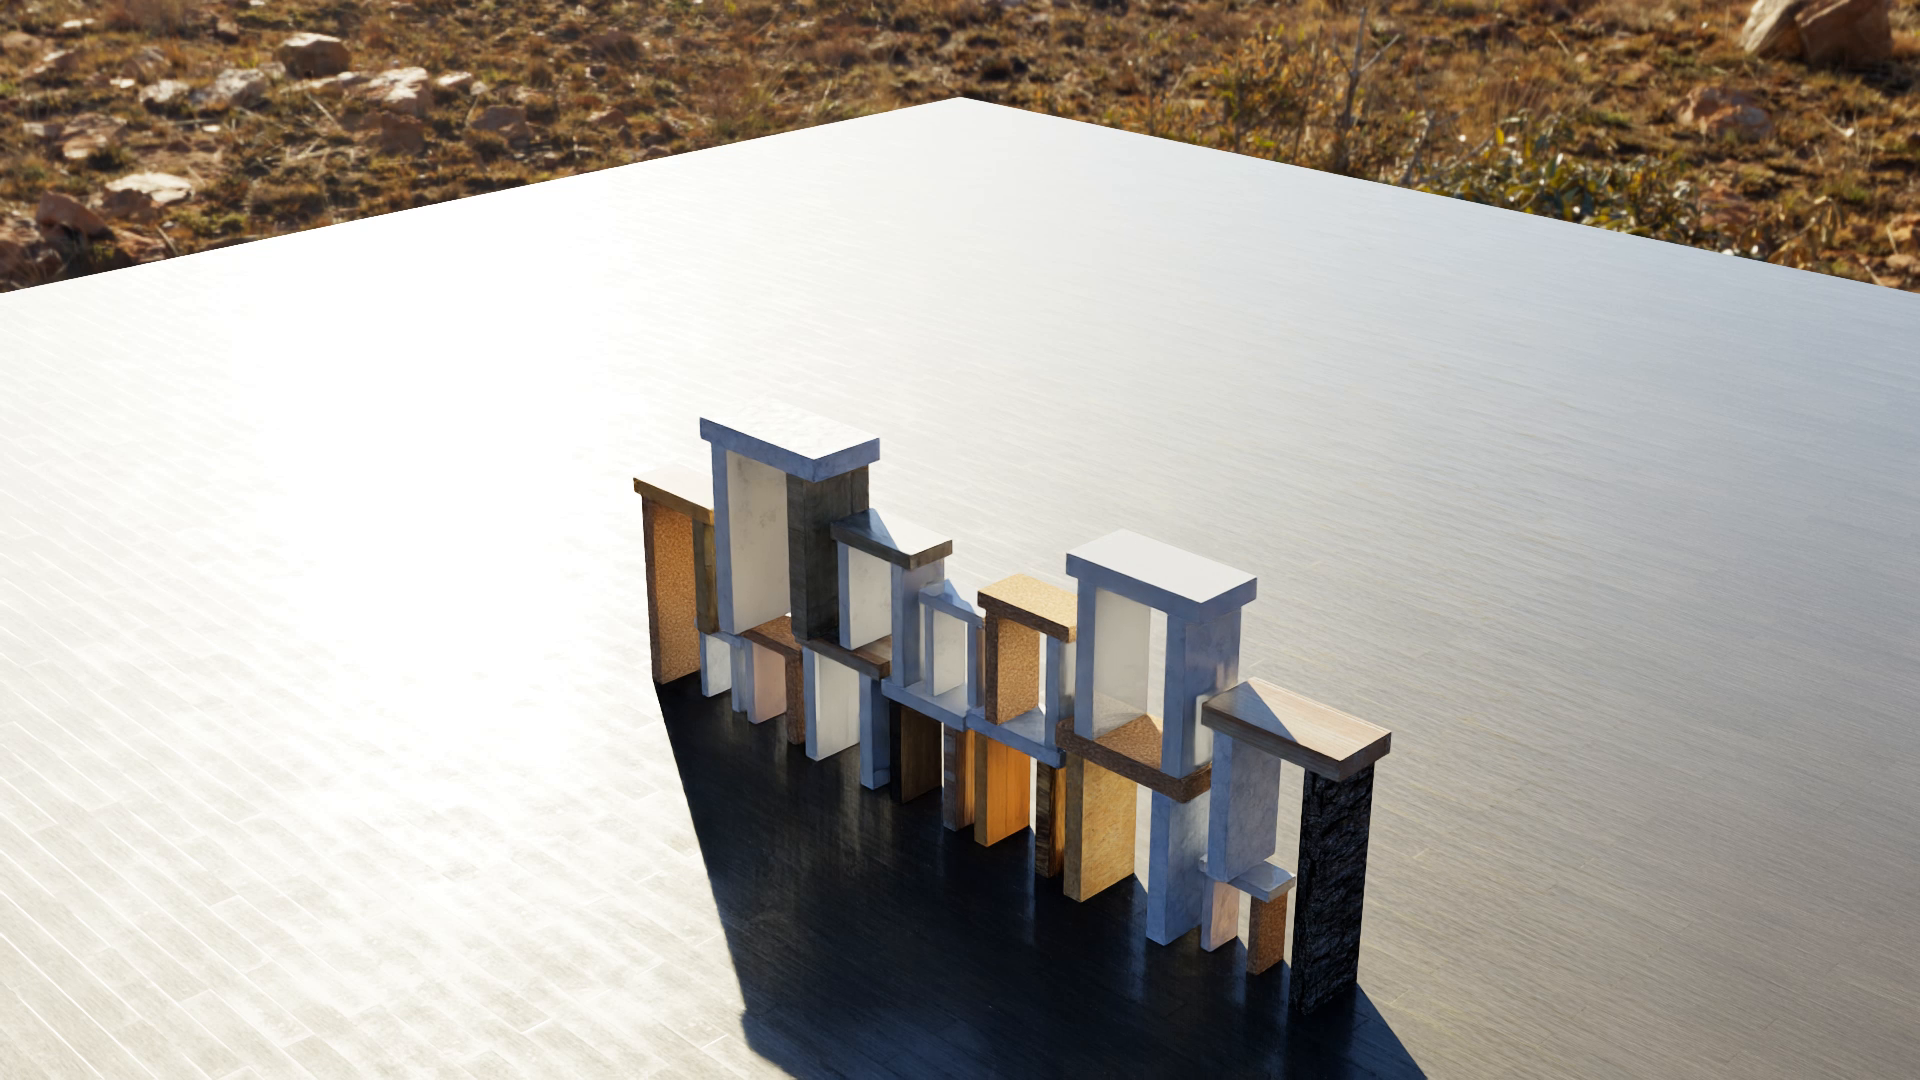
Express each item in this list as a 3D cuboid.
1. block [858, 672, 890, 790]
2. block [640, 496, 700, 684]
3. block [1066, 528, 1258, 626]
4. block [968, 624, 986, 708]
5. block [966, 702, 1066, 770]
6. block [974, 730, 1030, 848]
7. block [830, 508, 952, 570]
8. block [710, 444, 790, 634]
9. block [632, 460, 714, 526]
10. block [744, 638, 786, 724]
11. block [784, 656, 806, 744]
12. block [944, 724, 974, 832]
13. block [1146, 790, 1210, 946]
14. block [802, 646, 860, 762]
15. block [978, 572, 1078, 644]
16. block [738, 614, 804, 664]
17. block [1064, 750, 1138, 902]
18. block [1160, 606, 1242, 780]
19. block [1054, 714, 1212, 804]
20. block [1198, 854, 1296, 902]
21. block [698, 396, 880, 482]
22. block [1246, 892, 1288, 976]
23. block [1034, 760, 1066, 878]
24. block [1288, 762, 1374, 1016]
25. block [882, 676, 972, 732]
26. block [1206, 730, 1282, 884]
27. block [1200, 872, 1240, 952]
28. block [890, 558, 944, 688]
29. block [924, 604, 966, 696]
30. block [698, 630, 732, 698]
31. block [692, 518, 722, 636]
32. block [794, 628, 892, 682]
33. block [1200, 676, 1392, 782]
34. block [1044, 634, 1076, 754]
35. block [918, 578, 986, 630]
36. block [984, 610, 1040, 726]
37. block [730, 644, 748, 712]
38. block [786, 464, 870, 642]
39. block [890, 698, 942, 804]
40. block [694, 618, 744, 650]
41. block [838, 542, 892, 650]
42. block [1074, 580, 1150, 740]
[{"bbox_3d":[-0.147,0.374,4.547,0.130,0.259,0.037,-21,31,-41],"label":"block"},{"bbox_3d":[-0.642,0.096,4.957,0.038,0.451,0.134,21,31,41],"label":"block"},{"bbox_3d":[0.352,0.062,3.868,0.308,0.044,0.154,21,31,40],"label":"block"},{"bbox_3d":[0.054,0.231,4.270,0.088,0.176,0.025,-21,31,-41],"label":"block"},{"bbox_3d":[0.142,0.363,4.229,0.247,0.035,0.123,21,31,41],"label":"block"},{"bbox_3d":[0.084,0.470,4.338,0.035,0.247,0.123,21,31,41],"label":"block"},{"bbox_3d":[-0.138,-0.003,4.374,0.232,0.033,0.116,21,31,41],"label":"block"},{"bbox_3d":[-0.437,-0.024,4.686,0.051,0.424,0.179,21,31,40],"label":"block"},{"bbox_3d":[-0.578,-0.104,4.803,0.268,0.038,0.134,22,32,40],"label":"block"},{"bbox_3d":[-0.421,0.293,4.813,0.029,0.202,0.101,21,31,41],"label":"block"},{"bbox_3d":[-0.326,0.330,4.725,0.029,0.202,0.101,21,31,41],"label":"block"},{"bbox_3d":[0.020,0.455,4.391,0.033,0.232,0.116,21,31,41],"label":"block"},{"bbox_3d":[0.412,0.572,4.018,0.044,0.309,0.154,21,31,41],"label":"block"},{"bbox_3d":[-0.269,0.326,4.660,0.037,0.259,0.130,21,31,41],"label":"block"},{"bbox_3d":[0.156,0.126,4.105,0.233,0.033,0.117,21,31,40],"label":"block"},{"bbox_3d":[-0.374,0.205,4.724,0.202,0.029,0.101,21,31,41],"label":"block"},{"bbox_3d":[0.267,0.515,4.152,0.044,0.309,0.154,21,31,41],"label":"block"},{"bbox_3d":[0.425,0.252,3.869,0.044,0.308,0.154,21,31,40],"label":"block"},{"bbox_3d":[0.339,0.381,4.016,0.309,0.044,0.154,21,31,41],"label":"block"},{"bbox_3d":[0.512,0.594,3.928,0.158,0.022,0.079,21,31,41],"label":"block"},{"bbox_3d":[-0.352,-0.210,4.516,0.358,0.051,0.179,21,31,40],"label":"block"},{"bbox_3d":[0.549,0.691,3.929,0.022,0.158,0.079,21,31,41],"label":"block"},{"bbox_3d":[0.200,0.515,4.231,0.123,0.247,0.035,-21,31,-41],"label":"block"},{"bbox_3d":[0.639,0.583,3.784,0.041,0.472,0.145,21,31,41],"label":"block"},{"bbox_3d":[-0.035,0.311,4.390,0.116,0.033,0.232,-21,31,-41],"label":"block"},{"bbox_3d":[0.502,0.446,3.875,0.041,0.291,0.145,21,31,41],"label":"block"},{"bbox_3d":[0.475,0.662,3.997,0.022,0.158,0.079,21,31,41],"label":"block"},{"bbox_3d":[-0.083,0.154,4.382,0.116,0.263,0.033,-21,31,-41],"label":"block"},{"bbox_3d":[-0.029,0.206,4.350,0.088,0.193,0.025,-21,31,-41],"label":"block"},{"bbox_3d":[-0.543,0.265,4.932,0.023,0.160,0.080,21,31,41],"label":"block"},{"bbox_3d":[-0.515,0.061,4.805,0.038,0.268,0.134,21,31,41],"label":"block"},{"bbox_3d":[-0.208,0.214,4.546,0.259,0.037,0.130,21,31,41],"label":"block"},{"bbox_3d":[0.571,0.320,3.747,0.291,0.041,0.145,21,31,41],"label":"block"},{"bbox_3d":[0.211,0.270,4.106,0.033,0.233,0.117,21,31,40],"label":"block"},{"bbox_3d":[0.012,0.122,4.269,0.088,0.025,0.176,-21,31,-41],"label":"block"},{"bbox_3d":[0.101,0.227,4.207,0.033,0.233,0.117,21,31,41],"label":"block"},{"bbox_3d":[-0.468,0.294,4.863,0.023,0.160,0.080,21,31,41],"label":"block"},{"bbox_3d":[-0.267,0.011,4.518,0.179,0.358,0.051,-21,31,-41],"label":"block"},{"bbox_3d":[-0.090,0.412,4.492,0.033,0.232,0.116,21,31,41],"label":"block"},{"bbox_3d":[-0.506,0.195,4.862,0.160,0.023,0.080,21,31,41],"label":"block"},{"bbox_3d":[-0.193,0.097,4.476,0.033,0.232,0.116,21,31,41],"label":"block"},{"bbox_3d":[0.279,0.196,4.002,0.044,0.308,0.154,21,31,41],"label":"block"}]
